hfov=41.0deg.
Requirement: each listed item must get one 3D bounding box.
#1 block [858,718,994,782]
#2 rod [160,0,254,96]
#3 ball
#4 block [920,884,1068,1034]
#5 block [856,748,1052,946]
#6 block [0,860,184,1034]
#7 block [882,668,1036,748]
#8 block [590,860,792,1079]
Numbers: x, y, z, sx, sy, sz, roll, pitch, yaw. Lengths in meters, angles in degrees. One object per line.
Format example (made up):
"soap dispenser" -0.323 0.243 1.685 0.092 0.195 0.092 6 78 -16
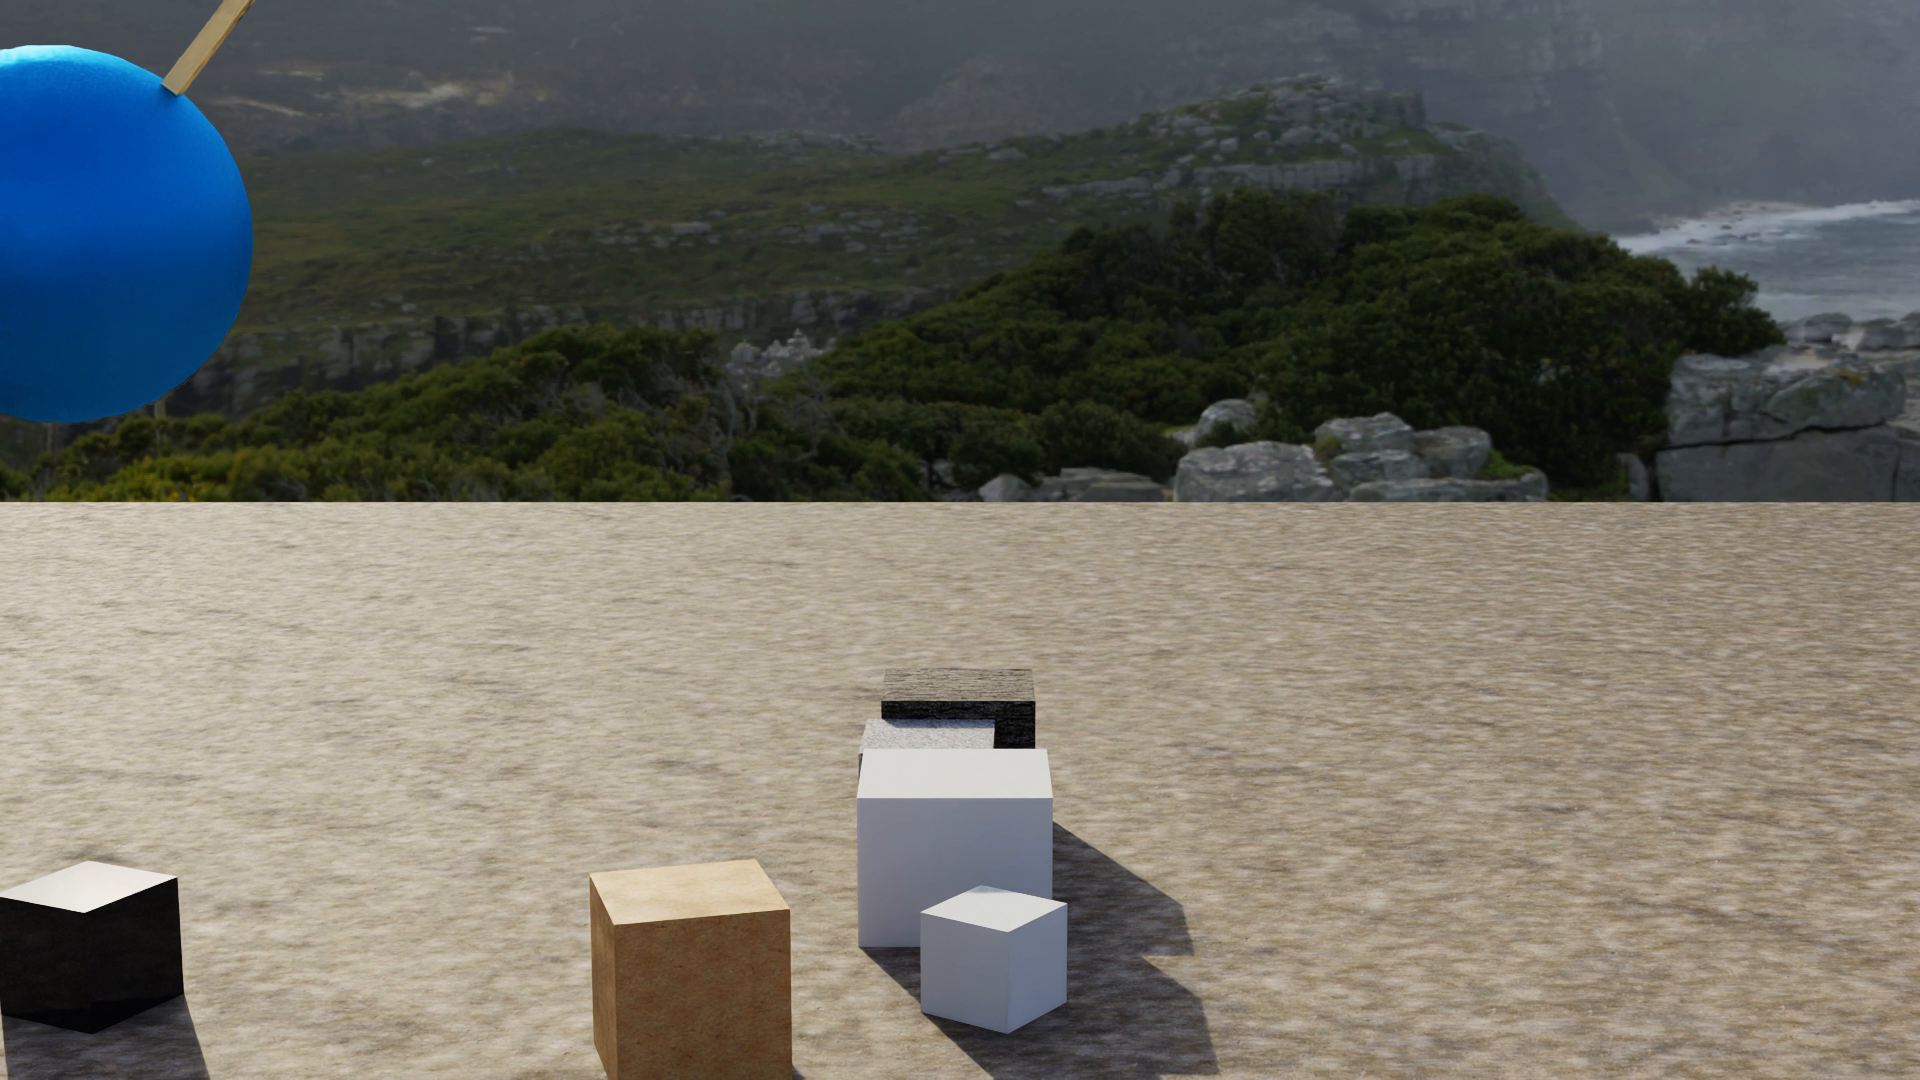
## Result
"block" -0.140 1.168 11.454 0.581 0.605 0.603 0 10 2
"rod" -1.665 -3.868 10.477 0.080 5.200 0.080 39 8 -7
"ball" -3.843 -1.299 10.944 1.600 1.600 1.600 0 10 0
"block" 0.130 1.586 9.742 0.398 0.394 0.405 7 13 34
"block" -0.020 1.280 10.769 0.790 0.628 0.763 0 10 0
"block" -3.312 1.542 9.766 0.459 0.471 0.479 5 11 26
"block" -0.006 1.013 12.068 0.704 0.688 0.646 0 10 0
"block" -0.967 1.563 9.161 0.613 0.648 0.596 -3 11 -16
